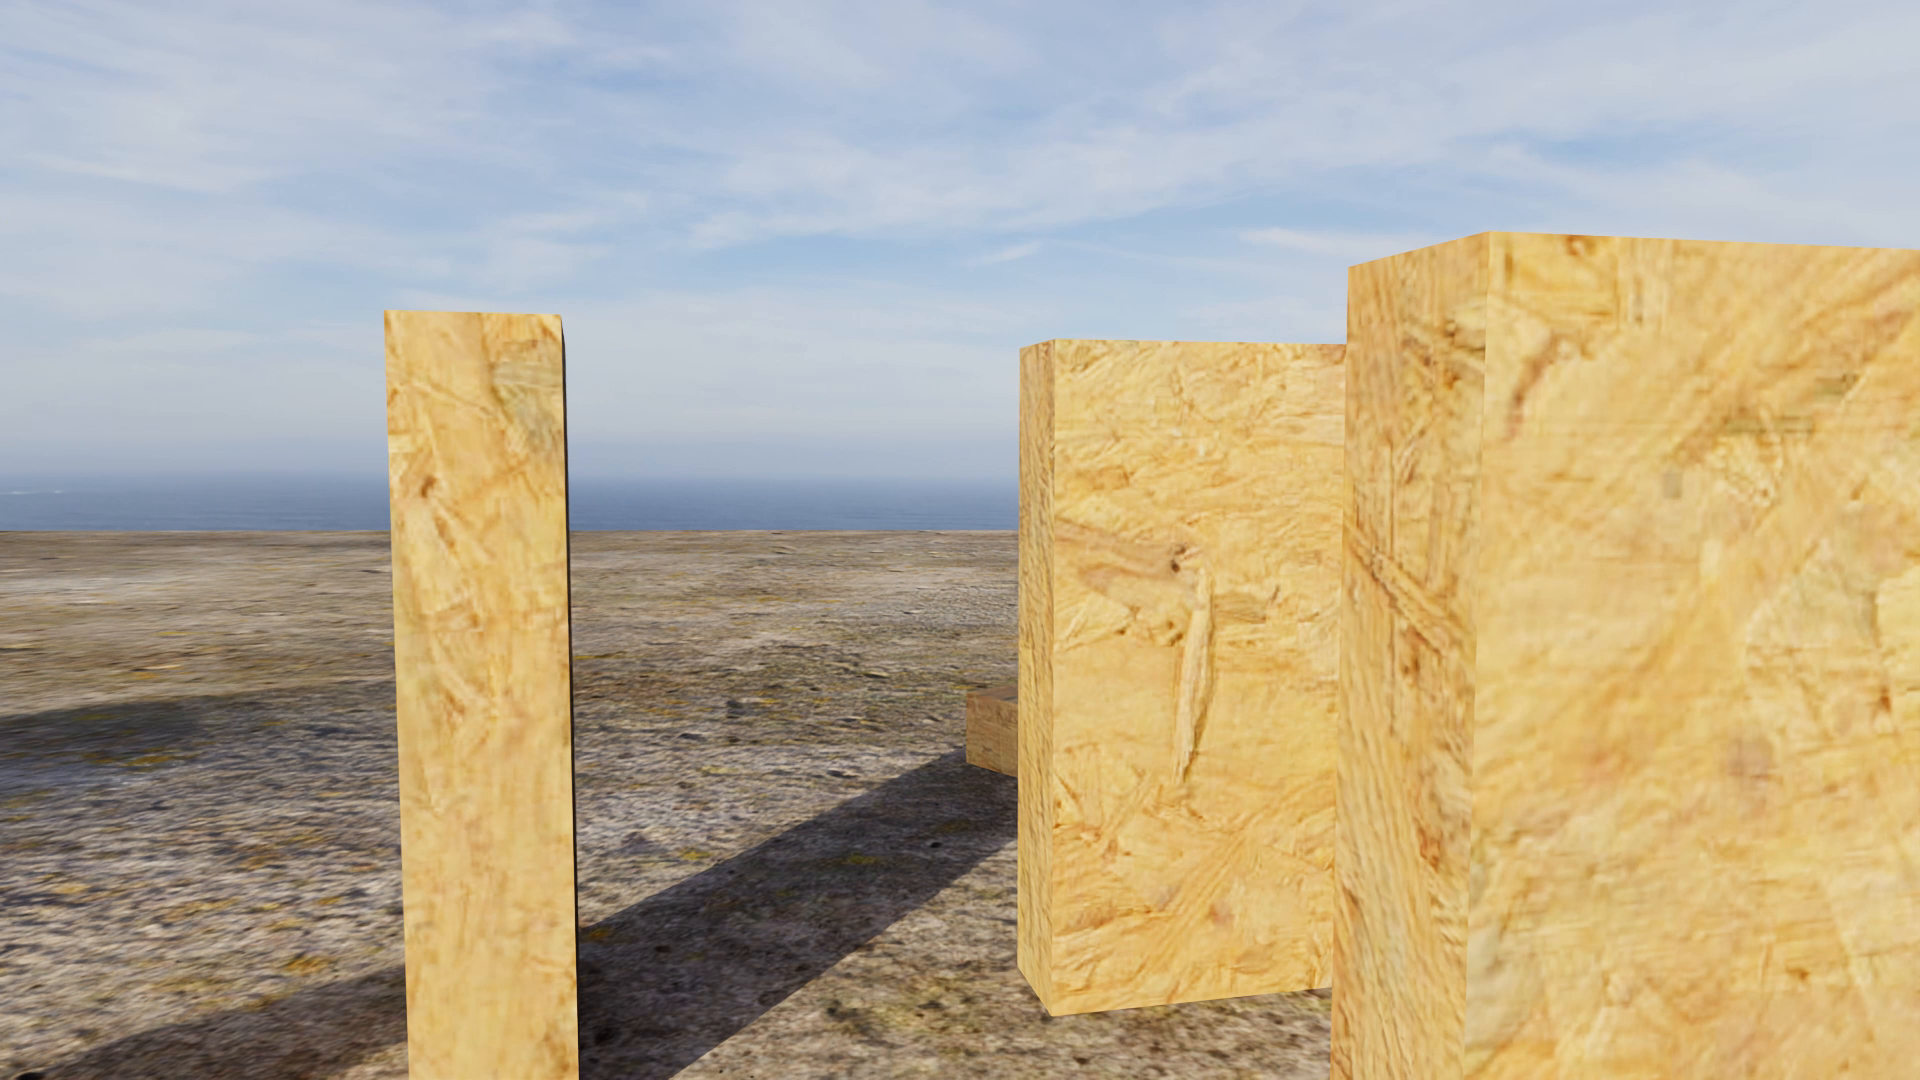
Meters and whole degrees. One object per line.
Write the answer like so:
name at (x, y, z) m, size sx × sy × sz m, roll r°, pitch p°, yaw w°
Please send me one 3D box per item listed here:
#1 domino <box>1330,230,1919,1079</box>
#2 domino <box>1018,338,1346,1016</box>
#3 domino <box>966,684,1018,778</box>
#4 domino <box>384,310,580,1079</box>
domino at (0.030, 0.013, 0.055) m, size 0.025 × 0.050 × 0.009 m, roll -1°, pitch 4°, yaw -13°
domino at (0.018, 0.010, 0.101) m, size 0.025 × 0.050 × 0.009 m, roll -1°, pitch 4°, yaw -13°
domino at (0.026, 0.026, 0.160) m, size 0.025 × 0.009 × 0.050 m, roll -4°, pitch 6°, yaw -39°
domino at (-0.031, 0.011, 0.087) m, size 0.009 × 0.050 × 0.025 m, roll -1°, pitch 4°, yaw -16°
